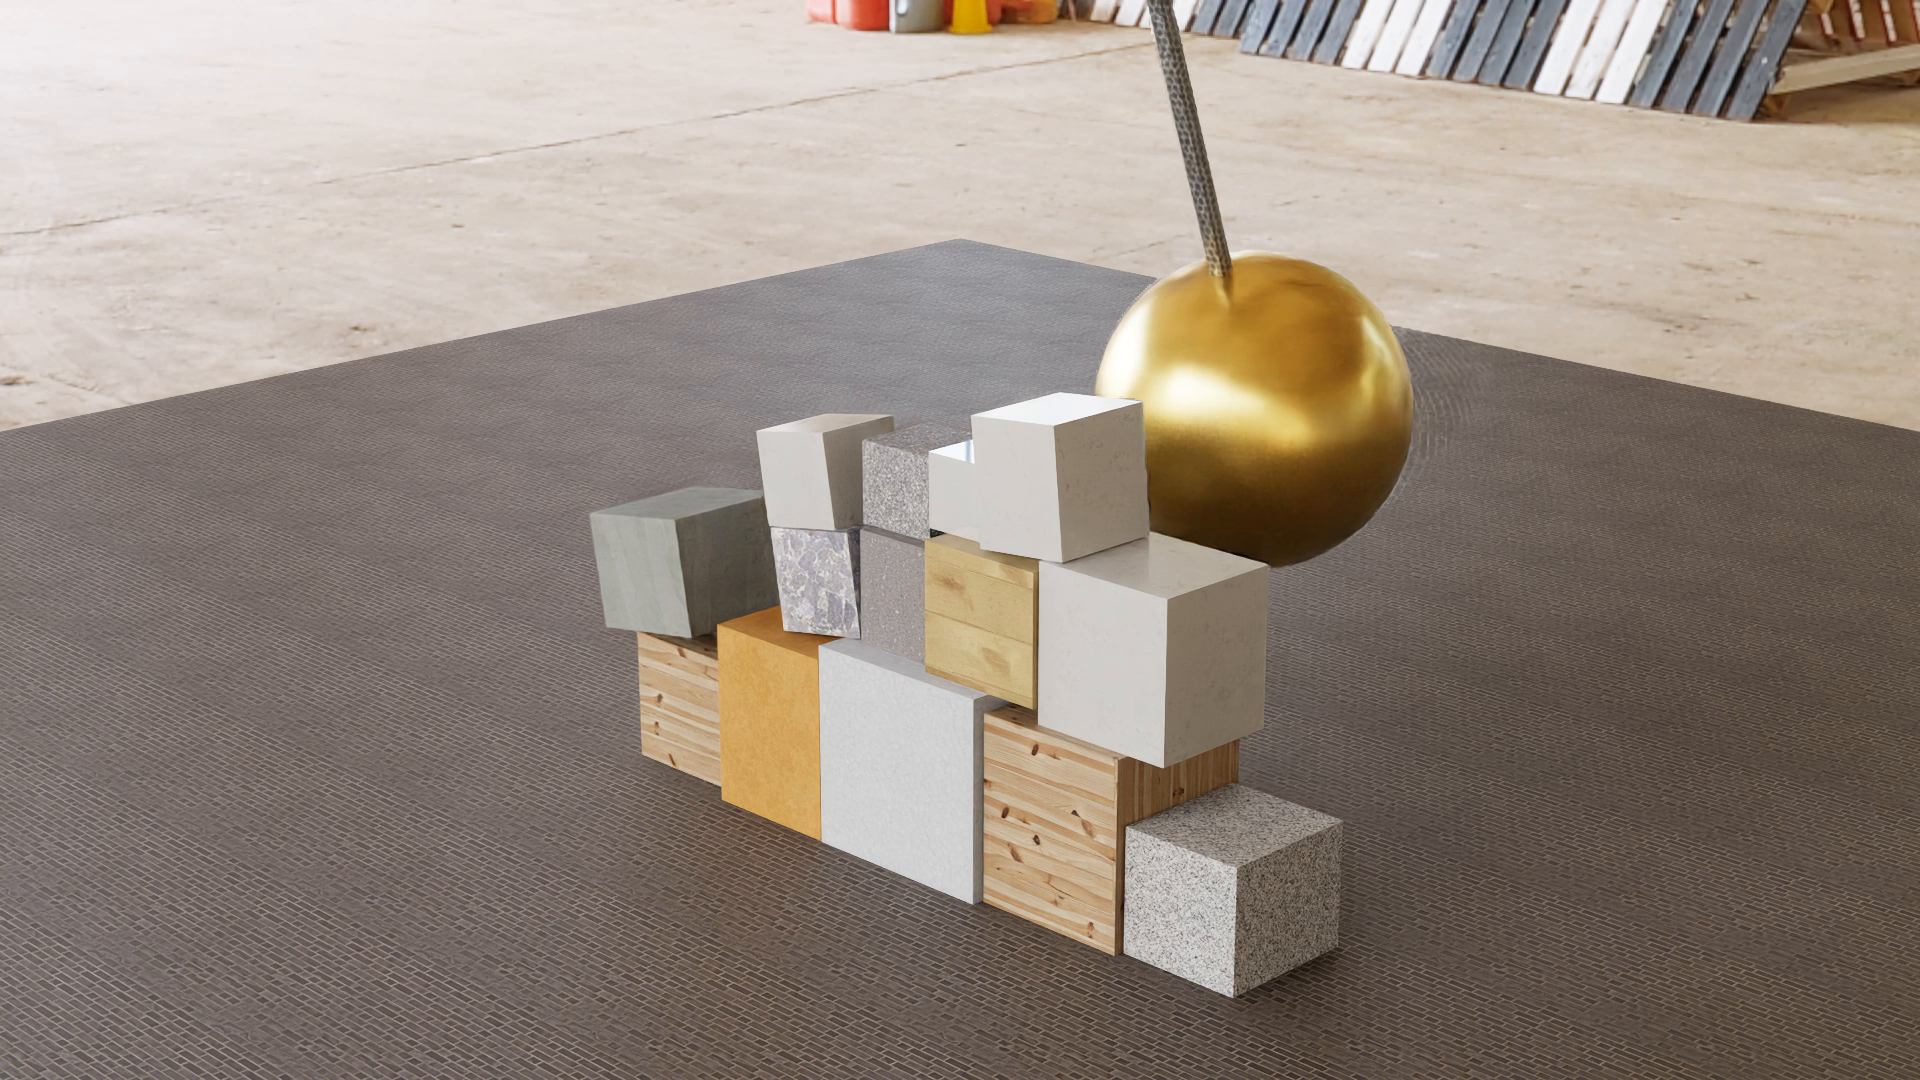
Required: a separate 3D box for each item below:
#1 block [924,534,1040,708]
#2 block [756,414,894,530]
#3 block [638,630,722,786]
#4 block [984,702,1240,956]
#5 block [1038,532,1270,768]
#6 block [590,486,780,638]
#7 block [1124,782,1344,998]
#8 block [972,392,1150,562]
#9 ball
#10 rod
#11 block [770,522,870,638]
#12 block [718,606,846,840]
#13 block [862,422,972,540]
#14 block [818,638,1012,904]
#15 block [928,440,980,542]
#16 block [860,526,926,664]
[{"bbox_3d":[0.315,0.297,13.093,0.668,0.623,0.665,-17,24,-42],"label":"block"},{"bbox_3d":[-0.612,-0.328,13.870,0.451,0.459,0.469,-17,14,-43],"label":"block"},{"bbox_3d":[-1.108,0.776,14.773,0.703,0.661,0.730,-17,24,-42],"label":"block"},{"bbox_3d":[0.670,1.192,13.043,0.805,0.905,0.792,-17,24,-42],"label":"block"},{"bbox_3d":[0.829,0.454,12.635,0.657,0.748,0.726,-17,24,-42],"label":"block"},{"bbox_3d":[-1.347,0.102,14.784,0.669,0.592,0.710,-16,14,-41],"label":"block"},{"bbox_3d":[1.173,1.493,12.608,0.707,0.591,0.615,-17,24,-42],"label":"block"},{"bbox_3d":[0.440,-0.281,12.783,0.562,0.597,0.492,-17,18,-42],"label":"block"},{"bbox_3d":[1.467,-0.649,14.675,1.600,1.600,1.600,0,17,0],"label":"ball"},{"bbox_3d":[0.636,-3.444,12.926,0.080,5.200,0.080,17,44,42],"label":"rod"},{"bbox_3d":[-0.493,0.144,13.892,0.525,0.499,0.540,-17,14,-42],"label":"block"},{"bbox_3d":[-0.604,0.820,14.226,0.865,0.906,0.716,-17,24,-42],"label":"block"},{"bbox_3d":[-0.141,-0.269,13.430,0.428,0.397,0.435,-17,24,-42],"label":"block"},{"bbox_3d":[0.002,0.971,13.620,0.847,0.980,1.004,-17,24,-42],"label":"block"},{"bbox_3d":[0.128,-0.226,13.122,0.376,0.356,0.379,-17,24,-42],"label":"block"},{"bbox_3d":[-0.099,0.208,13.495,0.530,0.551,0.481,-17,24,-42],"label":"block"}]
